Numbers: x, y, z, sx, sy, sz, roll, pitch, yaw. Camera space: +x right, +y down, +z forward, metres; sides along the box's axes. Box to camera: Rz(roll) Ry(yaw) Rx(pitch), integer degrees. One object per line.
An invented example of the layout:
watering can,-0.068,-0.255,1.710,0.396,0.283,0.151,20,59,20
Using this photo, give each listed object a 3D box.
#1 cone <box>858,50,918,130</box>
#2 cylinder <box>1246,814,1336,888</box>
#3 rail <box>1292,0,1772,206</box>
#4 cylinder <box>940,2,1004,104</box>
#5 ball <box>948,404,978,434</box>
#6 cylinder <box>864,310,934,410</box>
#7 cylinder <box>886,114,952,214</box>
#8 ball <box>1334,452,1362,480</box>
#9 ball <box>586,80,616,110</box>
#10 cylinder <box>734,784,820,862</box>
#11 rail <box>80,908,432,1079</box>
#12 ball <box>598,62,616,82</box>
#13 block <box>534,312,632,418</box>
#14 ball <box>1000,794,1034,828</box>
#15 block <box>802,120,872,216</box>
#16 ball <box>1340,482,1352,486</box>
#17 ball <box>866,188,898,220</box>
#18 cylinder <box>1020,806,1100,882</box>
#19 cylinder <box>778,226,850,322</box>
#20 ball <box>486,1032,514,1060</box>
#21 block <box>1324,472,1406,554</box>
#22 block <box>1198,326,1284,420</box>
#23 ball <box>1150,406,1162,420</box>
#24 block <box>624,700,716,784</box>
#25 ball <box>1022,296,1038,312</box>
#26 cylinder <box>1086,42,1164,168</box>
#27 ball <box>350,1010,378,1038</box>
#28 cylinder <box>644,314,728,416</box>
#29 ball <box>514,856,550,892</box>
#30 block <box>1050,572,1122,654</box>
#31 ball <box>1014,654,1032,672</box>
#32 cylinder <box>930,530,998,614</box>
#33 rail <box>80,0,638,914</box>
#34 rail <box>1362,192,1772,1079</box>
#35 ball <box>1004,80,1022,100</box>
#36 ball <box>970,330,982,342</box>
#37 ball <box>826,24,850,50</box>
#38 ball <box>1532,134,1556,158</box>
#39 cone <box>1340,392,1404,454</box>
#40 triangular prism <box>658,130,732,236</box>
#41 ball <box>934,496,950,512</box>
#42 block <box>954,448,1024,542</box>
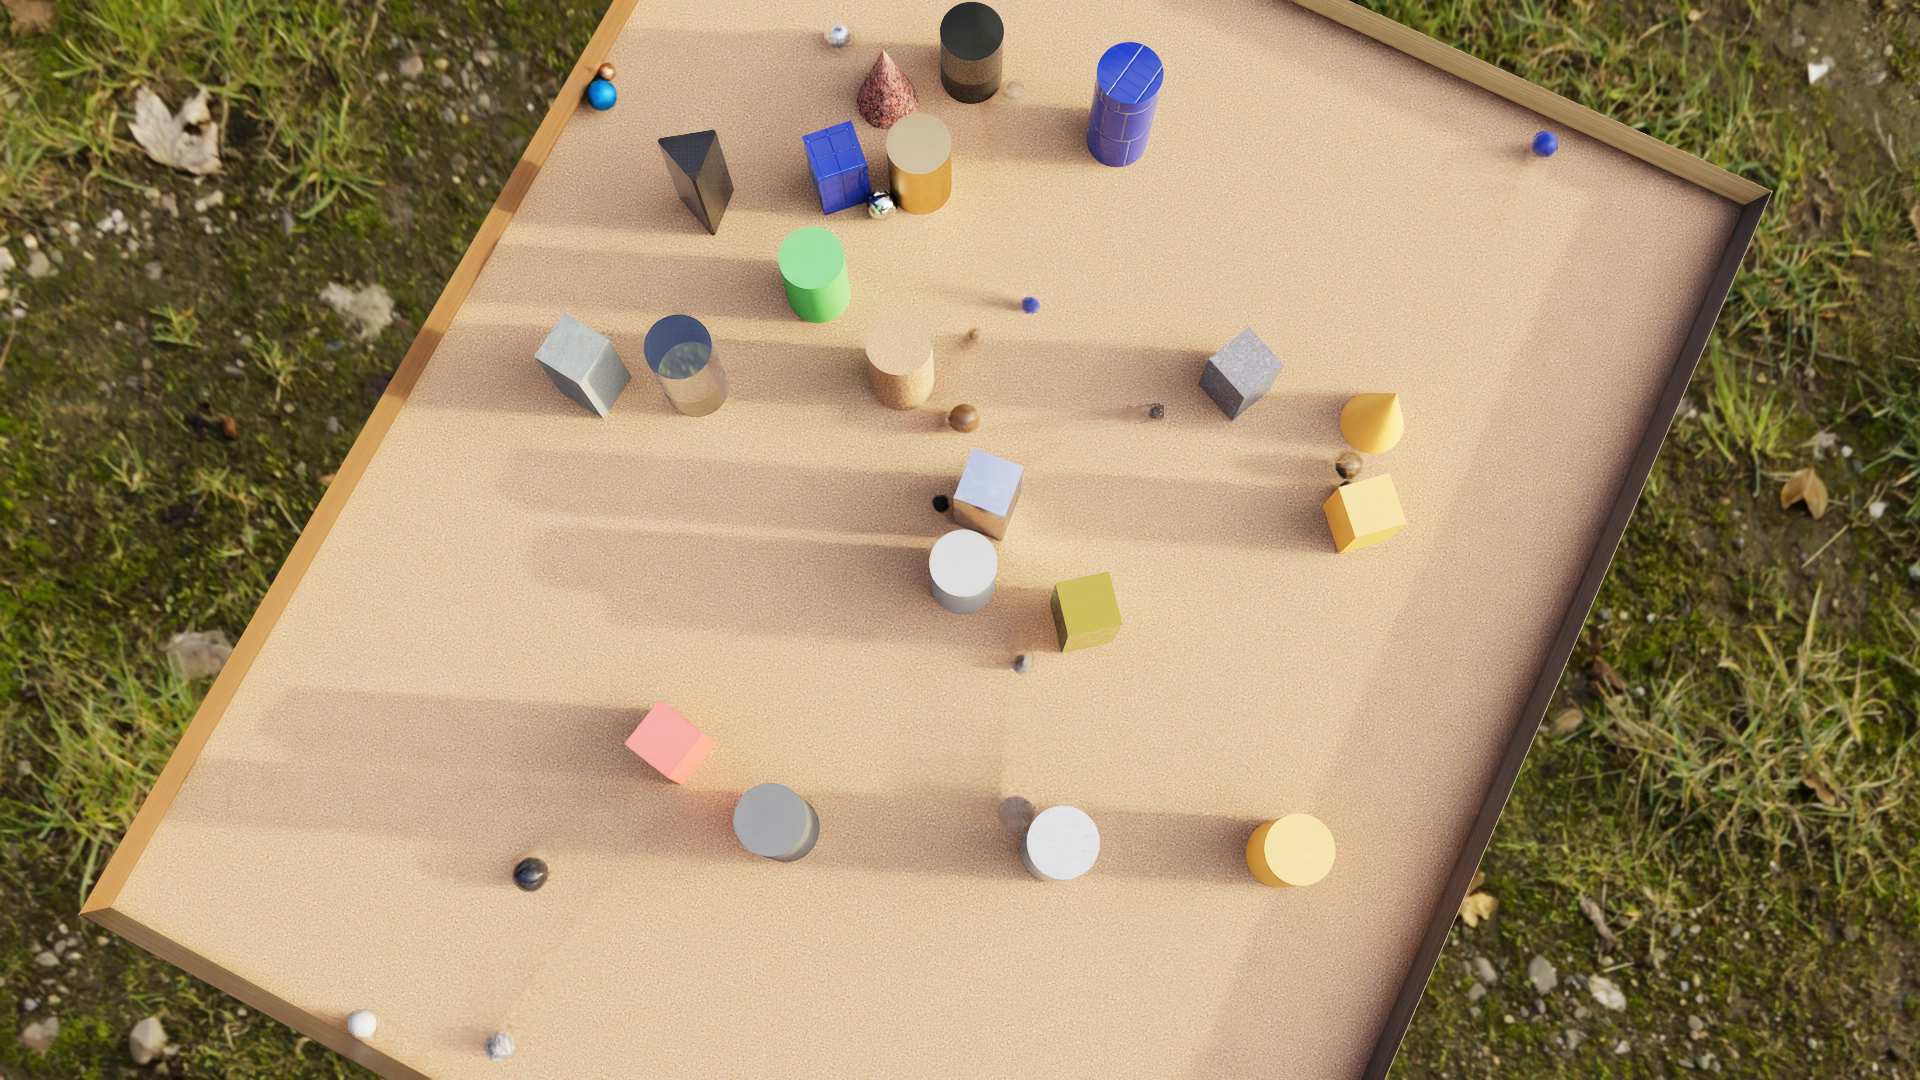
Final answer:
cone,-0.233,-1.452,5.735,0.198,0.357,0.198,0,78,0
cylinder,0.944,0.894,5.257,0.198,0.341,0.198,0,78,0
rail,0.938,-1.829,5.929,3.544,0.128,0.045,26,80,5
cylinder,0.037,-1.533,5.779,0.198,0.303,0.198,0,78,0
ball,0.011,-0.374,5.647,0.091,0.091,0.091,0,78,0
cylinder,-0.179,-0.537,5.532,0.198,0.383,0.198,0,78,0
cylinder,-0.125,-1.164,5.692,0.198,0.324,0.198,0,78,0
ball,1.192,-0.229,5.621,0.084,0.084,0.084,0,78,0
ball,-1.146,-1.422,5.862,0.096,0.096,0.096,0,78,0
cylinder,-0.515,0.806,5.201,0.198,0.487,0.198,0,78,0
rail,-0.938,1.843,5.168,3.544,0.128,0.045,26,80,5
ball,-1.136,-1.505,5.897,0.061,0.061,0.061,0,78,0
block,-1.133,-0.522,5.532,0.158,0.377,0.158,31,80,6
ball,0.167,0.800,5.401,0.099,0.099,0.099,0,78,0
block,-0.382,-1.158,5.718,0.158,0.271,0.158,-19,79,-4
ball,1.188,-0.157,5.625,0.047,0.047,0.047,0,78,0
ball,-0.246,-1.059,5.786,0.098,0.098,0.098,0,78,0
cylinder,0.279,0.867,5.192,0.198,0.481,0.198,0,78,0
cylinder,-0.444,-0.810,5.623,0.198,0.317,0.198,0,78,0
ball,-1.322,1.457,5.275,0.078,0.078,0.078,0,78,0
block,1.214,-0.078,5.509,0.158,0.243,0.158,-16,79,-3
block,0.854,-0.503,5.587,0.158,0.261,0.158,-39,81,-7
ball,0.608,-0.395,5.677,0.041,0.041,0.041,0,78,0
block,-0.841,0.593,5.345,0.158,0.291,0.158,37,81,7
ball,0.219,-0.739,5.744,0.051,0.051,0.051,0,78,0
cylinder,0.504,-1.336,5.654,0.198,0.468,0.198,0,78,0
ball,-1.722,1.397,5.288,0.077,0.077,0.077,0,78,0
cylinder,-0.819,-0.520,5.517,0.198,0.406,0.198,0,78,0
ball,-1.253,0.977,5.364,0.099,0.099,0.099,0,78,0
block,0.368,0.217,5.397,0.158,0.343,0.158,-12,79,-3
ball,0.191,0.372,5.512,0.054,0.054,0.054,0,78,0
cylinder,0.010,0.098,5.439,0.198,0.308,0.198,0,78,0
rail,-1.564,-0.759,5.707,0.045,0.128,4.240,26,80,5
rail,1.564,0.772,5.390,0.045,0.128,4.240,26,80,5
ball,0.172,-1.446,5.885,0.060,0.060,0.060,0,78,0
ball,0.050,-0.638,5.728,0.041,0.041,0.041,0,78,0
ball,-0.392,-1.623,5.912,0.079,0.079,0.079,0,78,0
ball,1.861,-1.257,5.838,0.075,0.075,0.075,0,78,0
cone,1.279,-0.396,5.529,0.198,0.332,0.198,0,78,0
triangular prism,-0.781,-1.121,5.626,0.148,0.436,0.171,-40,81,-8
ball,-0.057,-0.108,5.613,0.050,0.050,0.050,0,78,0
block,0.084,-0.131,5.463,0.158,0.354,0.158,21,79,4
